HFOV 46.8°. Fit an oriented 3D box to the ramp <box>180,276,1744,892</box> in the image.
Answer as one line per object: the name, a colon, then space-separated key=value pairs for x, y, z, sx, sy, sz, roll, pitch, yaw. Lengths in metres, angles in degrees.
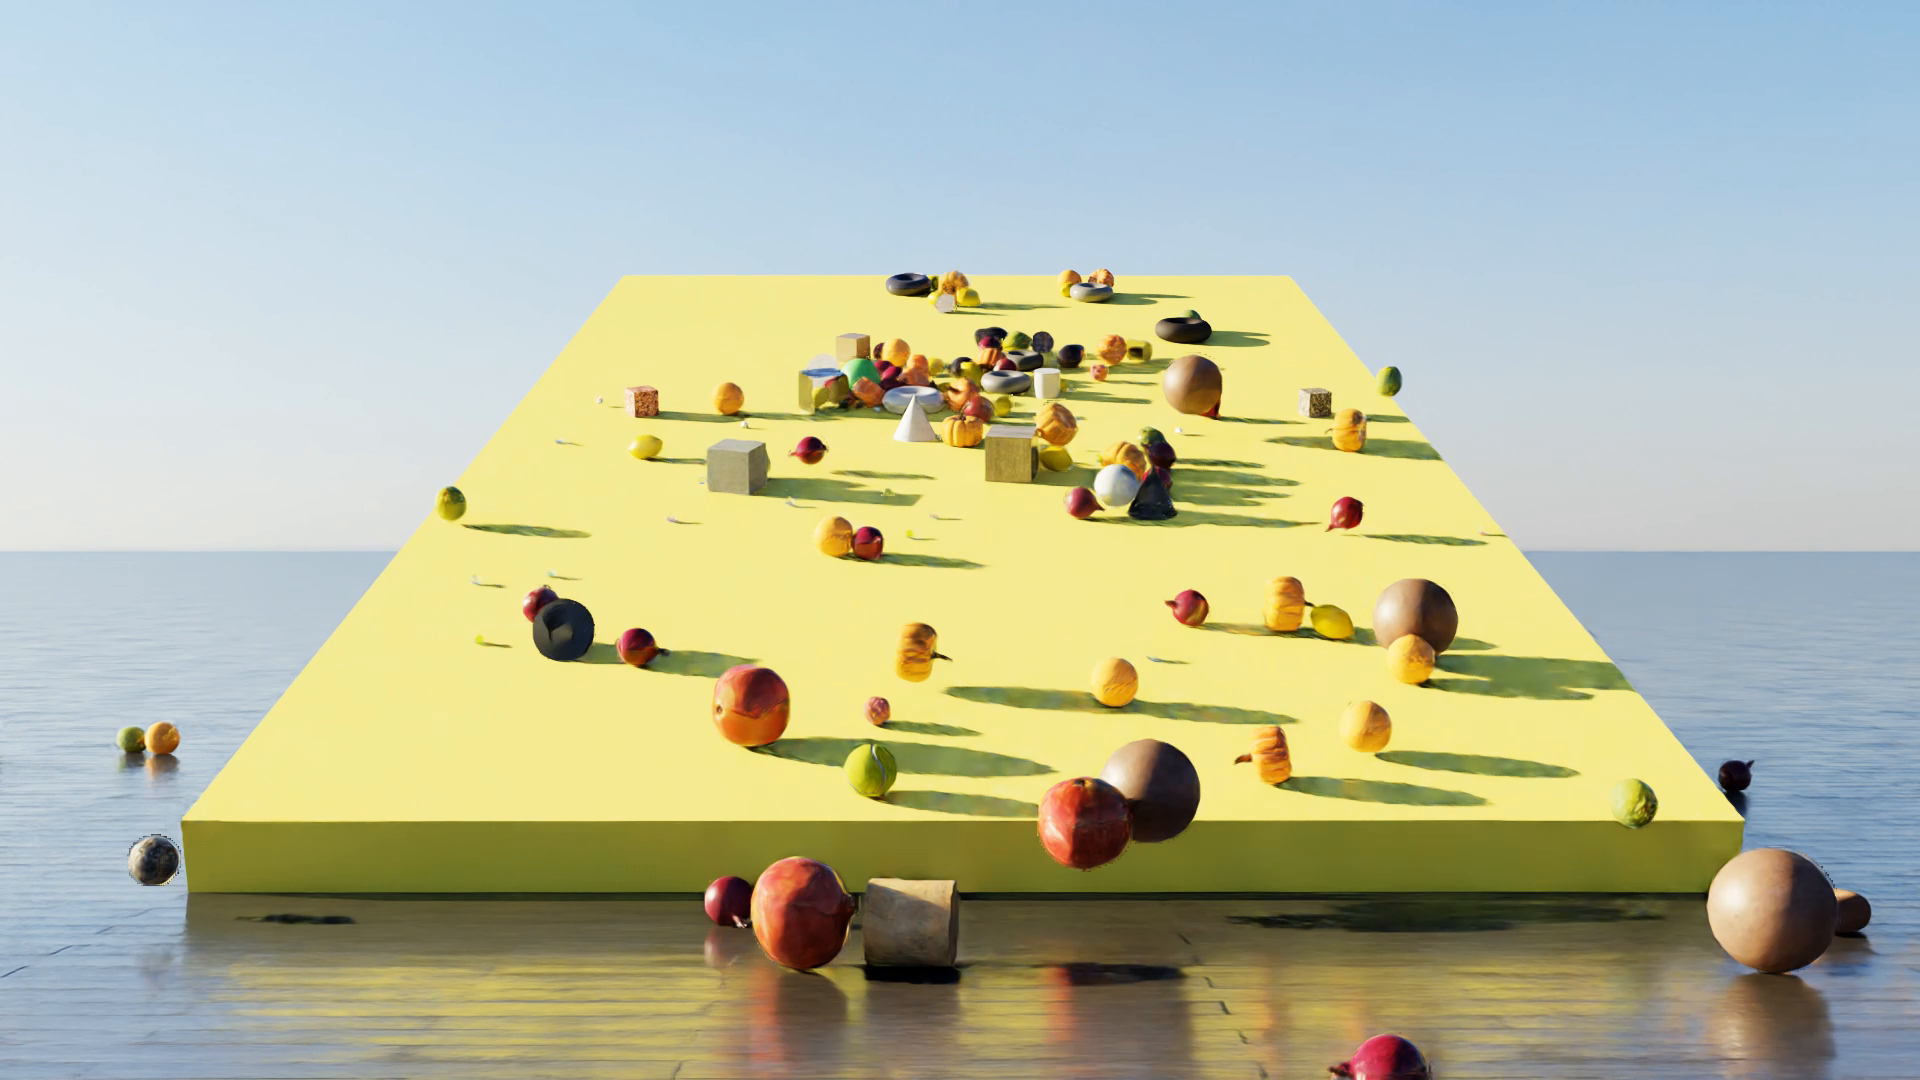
ramp: x=-0.003 y=-0.170 z=4.766 sx=2.000 sy=0.100 sz=4.000 roll=0 pitch=17 yaw=0

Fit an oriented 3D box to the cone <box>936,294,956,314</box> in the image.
cone: x=-0.031 y=-0.643 z=6.117 sx=0.058 sy=0.058 sz=0.058 roll=0 pitch=-11 yaw=20

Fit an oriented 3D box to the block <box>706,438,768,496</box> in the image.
block: x=-0.437 y=-0.143 z=4.349 sx=0.088 sy=0.088 sz=0.088 roll=6 pitch=18 yaw=18

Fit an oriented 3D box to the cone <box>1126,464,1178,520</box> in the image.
cone: x=0.364 y=-0.097 z=4.182 sx=0.097 sy=0.097 sz=0.097 roll=0 pitch=17 yaw=0

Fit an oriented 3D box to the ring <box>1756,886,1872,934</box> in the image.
ring: x=0.998 y=0.433 z=2.596 sx=0.128 sy=0.043 sz=0.128 roll=-1 pitch=-1 yaw=0

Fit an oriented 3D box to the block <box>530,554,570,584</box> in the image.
block: x=-0.702 y=0.055 z=3.803 sx=0.057 sy=0.057 sz=0.057 roll=-1 pitch=-1 yaw=1

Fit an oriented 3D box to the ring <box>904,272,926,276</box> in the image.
ring: x=-0.139 y=-0.765 z=6.514 sx=0.093 sy=0.031 sz=0.093 roll=1 pitch=18 yaw=0

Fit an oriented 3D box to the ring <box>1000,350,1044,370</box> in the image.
ring: x=0.150 y=-0.439 z=5.424 sx=0.110 sy=0.037 sz=0.110 roll=1 pitch=16 yaw=0

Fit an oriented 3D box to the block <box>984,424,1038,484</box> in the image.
block: x=0.103 y=-0.172 z=4.436 sx=0.093 sy=0.093 sz=0.093 roll=3 pitch=17 yaw=9

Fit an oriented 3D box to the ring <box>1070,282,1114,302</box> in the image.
ring: x=0.373 y=-0.701 z=6.286 sx=0.126 sy=0.042 sz=0.126 roll=1 pitch=17 yaw=0

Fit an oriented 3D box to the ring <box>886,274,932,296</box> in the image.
ring: x=-0.148 y=-0.734 z=6.384 sx=0.136 sy=0.045 sz=0.136 roll=-1 pitch=21 yaw=0

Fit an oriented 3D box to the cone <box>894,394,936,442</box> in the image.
cone: x=-0.097 y=-0.266 z=4.748 sx=0.094 sy=0.094 sz=0.094 roll=0 pitch=17 yaw=0

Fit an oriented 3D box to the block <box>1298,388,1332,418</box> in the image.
block: x=0.792 y=-0.307 z=4.953 sx=0.055 sy=0.055 sz=0.055 roll=-5 pitch=18 yaw=-17

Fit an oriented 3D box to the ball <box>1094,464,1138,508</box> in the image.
ball: x=0.296 y=-0.103 z=4.184 sx=0.083 sy=0.083 sz=0.083 roll=0 pitch=0 yaw=0

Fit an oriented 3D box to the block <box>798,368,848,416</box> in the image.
block: x=-0.308 y=-0.335 z=4.990 sx=0.085 sy=0.085 sz=0.085 roll=-9 pitch=19 yaw=-26

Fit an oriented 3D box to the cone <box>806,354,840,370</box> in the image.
cone: x=-0.296 y=-0.374 z=5.190 sx=0.099 sy=0.099 sz=0.099 roll=0 pitch=-13 yaw=32

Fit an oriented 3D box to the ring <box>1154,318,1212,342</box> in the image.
ring: x=0.579 y=-0.545 z=5.756 sx=0.148 sy=0.049 sz=0.148 roll=1 pitch=16 yaw=0

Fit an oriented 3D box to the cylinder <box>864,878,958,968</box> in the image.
cylinder: x=-0.051 y=0.407 z=2.359 sx=0.091 sy=0.091 sz=0.091 roll=1 pitch=0 yaw=6

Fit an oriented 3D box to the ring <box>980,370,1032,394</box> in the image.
ring: x=0.108 y=-0.369 z=5.184 sx=0.120 sy=0.040 sz=0.120 roll=1 pitch=16 yaw=0

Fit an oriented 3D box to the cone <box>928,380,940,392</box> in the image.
cone: x=-0.063 y=-0.341 z=5.061 sx=0.057 sy=0.057 sz=0.057 roll=0 pitch=17 yaw=0

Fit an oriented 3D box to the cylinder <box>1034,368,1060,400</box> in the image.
cylinder: x=0.202 y=-0.362 z=5.125 sx=0.060 sy=0.060 sz=0.060 roll=0 pitch=17 yaw=0

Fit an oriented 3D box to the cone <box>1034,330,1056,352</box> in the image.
cone: x=0.205 y=-0.491 z=5.612 sx=0.060 sy=0.060 sz=0.060 roll=0 pitch=-27 yaw=-17

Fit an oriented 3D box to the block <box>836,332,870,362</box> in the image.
block: x=-0.264 y=-0.475 z=5.495 sx=0.062 sy=0.062 sz=0.062 roll=10 pitch=20 yaw=31

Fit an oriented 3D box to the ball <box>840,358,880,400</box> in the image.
ball: x=-0.230 y=-0.368 z=5.082 sx=0.096 sy=0.096 sz=0.096 roll=0 pitch=0 yaw=0

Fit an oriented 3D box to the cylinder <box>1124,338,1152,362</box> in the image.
cylinder: x=0.443 y=-0.470 z=5.502 sx=0.051 sy=0.051 sz=0.051 roll=12 pitch=7 yaw=35

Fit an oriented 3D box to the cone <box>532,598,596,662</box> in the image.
cone: x=-0.607 y=0.148 z=3.459 sx=0.098 sy=0.098 sz=0.098 roll=0 pitch=-10 yaw=3

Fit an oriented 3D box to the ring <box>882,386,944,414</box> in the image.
ring: x=-0.104 y=-0.313 z=4.986 sx=0.140 sy=0.047 sz=0.140 roll=1 pitch=16 yaw=0

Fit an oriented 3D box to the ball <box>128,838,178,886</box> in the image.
ball: x=-0.975 y=0.388 z=2.682 sx=0.057 sy=0.057 sz=0.057 roll=0 pitch=0 yaw=0
